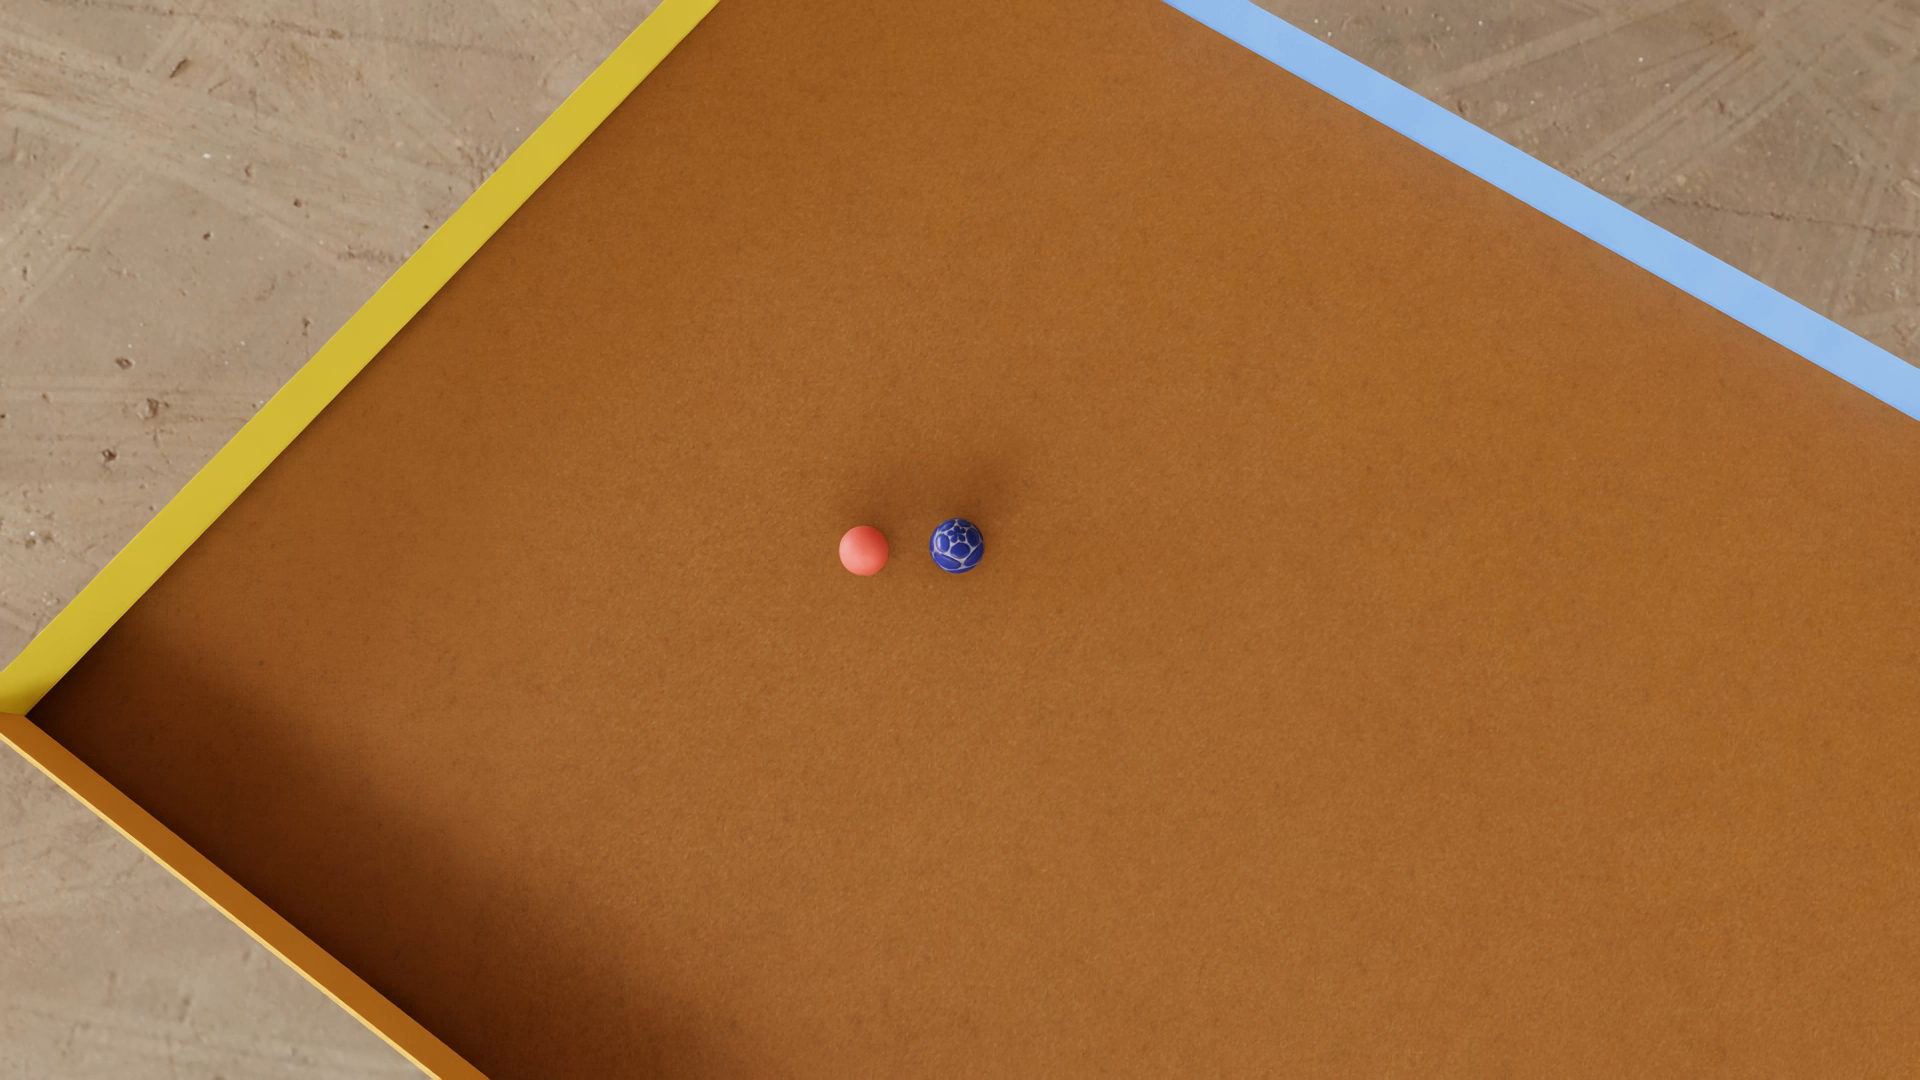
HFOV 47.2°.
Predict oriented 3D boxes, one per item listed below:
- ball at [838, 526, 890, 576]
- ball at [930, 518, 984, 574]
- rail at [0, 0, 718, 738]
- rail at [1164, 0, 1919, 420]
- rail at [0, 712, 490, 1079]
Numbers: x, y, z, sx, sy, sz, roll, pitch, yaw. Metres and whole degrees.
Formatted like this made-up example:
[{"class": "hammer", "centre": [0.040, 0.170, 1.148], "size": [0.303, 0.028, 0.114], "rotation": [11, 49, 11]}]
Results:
[{"class": "ball", "centre": [-0.156, 0.017, 3.582], "size": [0.082, 0.082, 0.082], "rotation": [0, 64, 0]}, {"class": "ball", "centre": [-0.005, 0.010, 3.581], "size": [0.091, 0.091, 0.091], "rotation": [0, 64, 0]}, {"class": "rail", "centre": [-0.831, -0.547, 3.836], "size": [0.045, 0.118, 2.314], "rotation": [33, 68, 15]}, {"class": "rail", "centre": [1.514, -0.281, 3.707], "size": [4.197, 0.118, 0.045], "rotation": [33, 68, 15]}, {"class": "rail", "centre": [0.187, 1.371, 2.902], "size": [4.197, 0.118, 0.045], "rotation": [33, 68, 15]}]
